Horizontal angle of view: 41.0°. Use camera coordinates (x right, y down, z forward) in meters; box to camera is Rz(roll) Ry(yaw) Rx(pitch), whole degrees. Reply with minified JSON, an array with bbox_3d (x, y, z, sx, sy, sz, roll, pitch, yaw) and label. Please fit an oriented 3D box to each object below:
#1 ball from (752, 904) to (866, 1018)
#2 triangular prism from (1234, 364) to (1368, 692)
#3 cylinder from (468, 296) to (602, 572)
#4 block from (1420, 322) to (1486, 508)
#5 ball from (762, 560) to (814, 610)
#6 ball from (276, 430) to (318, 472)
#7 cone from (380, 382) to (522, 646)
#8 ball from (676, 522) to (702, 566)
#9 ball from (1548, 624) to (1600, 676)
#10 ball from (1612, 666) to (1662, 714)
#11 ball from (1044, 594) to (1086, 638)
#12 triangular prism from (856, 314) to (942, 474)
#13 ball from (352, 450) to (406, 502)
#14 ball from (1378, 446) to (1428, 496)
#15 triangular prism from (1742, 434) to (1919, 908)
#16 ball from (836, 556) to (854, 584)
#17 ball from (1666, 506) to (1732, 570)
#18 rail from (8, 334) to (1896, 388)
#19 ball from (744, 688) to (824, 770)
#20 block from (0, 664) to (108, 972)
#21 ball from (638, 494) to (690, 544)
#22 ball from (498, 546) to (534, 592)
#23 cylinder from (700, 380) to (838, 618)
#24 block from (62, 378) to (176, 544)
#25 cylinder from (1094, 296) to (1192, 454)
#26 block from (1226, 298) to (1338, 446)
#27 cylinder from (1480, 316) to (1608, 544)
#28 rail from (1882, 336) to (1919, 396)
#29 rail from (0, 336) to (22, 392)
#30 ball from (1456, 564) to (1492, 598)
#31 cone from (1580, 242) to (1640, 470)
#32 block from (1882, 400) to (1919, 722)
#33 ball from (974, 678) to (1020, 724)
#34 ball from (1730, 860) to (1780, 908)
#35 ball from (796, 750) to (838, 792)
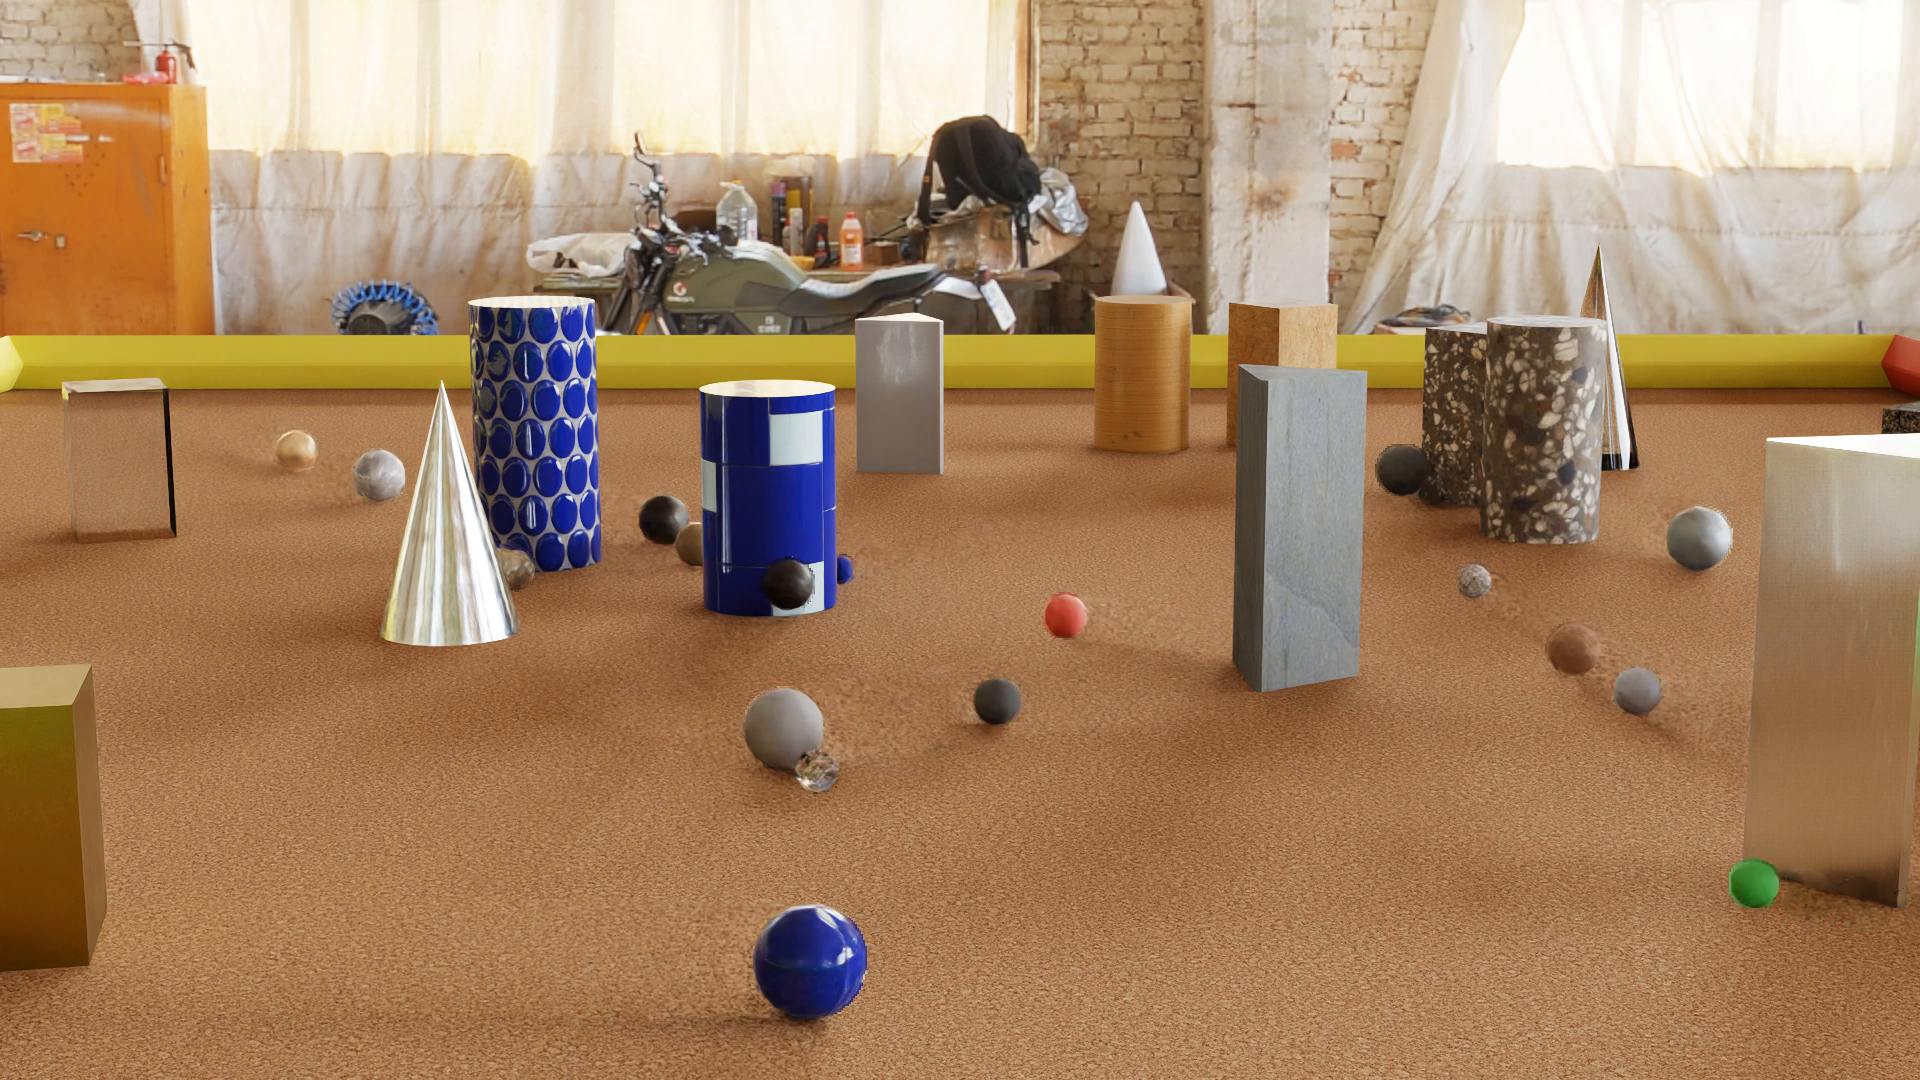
[{"bbox_3d":[-0.116,0.324,1.974,0.087,0.087,0.087,0,11,0],"label":"ball"},{"bbox_3d":[0.375,-0.021,3.056,0.157,0.365,0.136,-7,13,-33],"label":"triangular prism"},{"bbox_3d":[-0.619,-0.157,3.743,0.181,0.381,0.181,0,11,0],"label":"cylinder"},{"bbox_3d":[0.874,-0.209,4.274,0.145,0.287,0.145,-9,14,-40],"label":"block"},{"bbox_3d":[-0.225,0.058,3.354,0.067,0.067,0.067,0,11,0],"label":"ball"},{"bbox_3d":[-1.187,-0.159,4.586,0.073,0.073,0.073,0,11,0],"label":"ball"},{"bbox_3d":[-0.658,-0.044,3.285,0.181,0.326,0.181,0,11,0],"label":"cone"},{"bbox_3d":[-0.382,0.006,3.730,0.064,0.064,0.064,0,11,0],"label":"ball"},{"bbox_3d":[0.735,0.131,3.070,0.062,0.062,0.062,0,11,0],"label":"ball"},{"bbox_3d":[0.762,0.170,2.886,0.054,0.054,0.054,0,11,0],"label":"ball"},{"bbox_3d":[0.134,0.097,3.271,0.054,0.054,0.054,0,11,0],"label":"ball"},{"bbox_3d":[-0.096,-0.266,4.617,0.157,0.272,0.136,2,11,11],"label":"triangular prism"},{"bbox_3d":[-0.967,-0.107,4.272,0.086,0.086,0.086,0,11,0],"label":"ball"},{"bbox_3d":[0.738,-0.116,4.274,0.084,0.084,0.084,0,11,0],"label":"ball"},{"bbox_3d":[0.816,0.107,2.294,0.136,0.395,0.157,-10,14,-41],"label":"triangular prism"},{"bbox_3d":[-0.170,0.042,3.601,0.040,0.040,0.040,0,11,0],"label":"ball"},{"bbox_3d":[1.066,-0.002,3.703,0.091,0.091,0.091,0,11,0],"label":"ball"},{"bbox_3d":[-0.013,-0.395,5.718,4.218,0.118,0.045,0,11,0],"label":"rail"},{"bbox_3d":[-0.183,0.196,2.664,0.083,0.083,0.083,0,11,0],"label":"ball"},{"bbox_3d":[-0.795,0.229,2.123,0.145,0.219,0.145,-2,11,-12],"label":"block"},{"bbox_3d":[-0.449,-0.031,3.892,0.077,0.077,0.077,0,11,0],"label":"ball"},{"bbox_3d":[-0.623,0.039,3.553,0.064,0.064,0.064,0,11,0],"label":"ball"},{"bbox_3d":[-0.257,-0.059,3.454,0.181,0.293,0.181,0,11,0],"label":"cylinder"},{"bbox_3d":[-1.302,-0.125,3.971,0.145,0.232,0.145,-4,11,-22],"label":"block"},{"bbox_3d":[0.346,-0.316,4.860,0.181,0.280,0.181,0,11,0],"label":"cylinder"},{"bbox_3d":[0.612,-0.316,4.885,0.145,0.270,0.145,-7,13,-34],"label":"block"},{"bbox_3d":[0.900,-0.173,3.961,0.181,0.331,0.181,0,11,0],"label":"cylinder"},{"bbox_3d":[2.085,0.028,3.462,0.045,0.118,4.663,0,11,0],"label":"rail"},{"bbox_3d":[-2.085,0.032,3.438,0.045,0.118,4.663,0,11,0],"label":"rail"},{"bbox_3d":[0.702,0.057,3.504,0.047,0.047,0.047,0,11,0],"label":"ball"},{"bbox_3d":[1.149,-0.338,4.647,0.181,0.403,0.181,0,11,0],"label":"cone"},{"bbox_3d":[1.123,0.024,2.870,0.145,0.345,0.145,10,15,43],"label":"block"},{"bbox_3d":[0.040,0.178,2.845,0.052,0.052,0.052,0,11,0],"label":"ball"},{"bbox_3d":[0.691,0.299,2.230,0.041,0.041,0.041,0,11,0],"label":"ball"},{"bbox_3d":[-0.144,0.232,2.580,0.043,0.043,0.043,0,11,0],"label":"ball"}]
